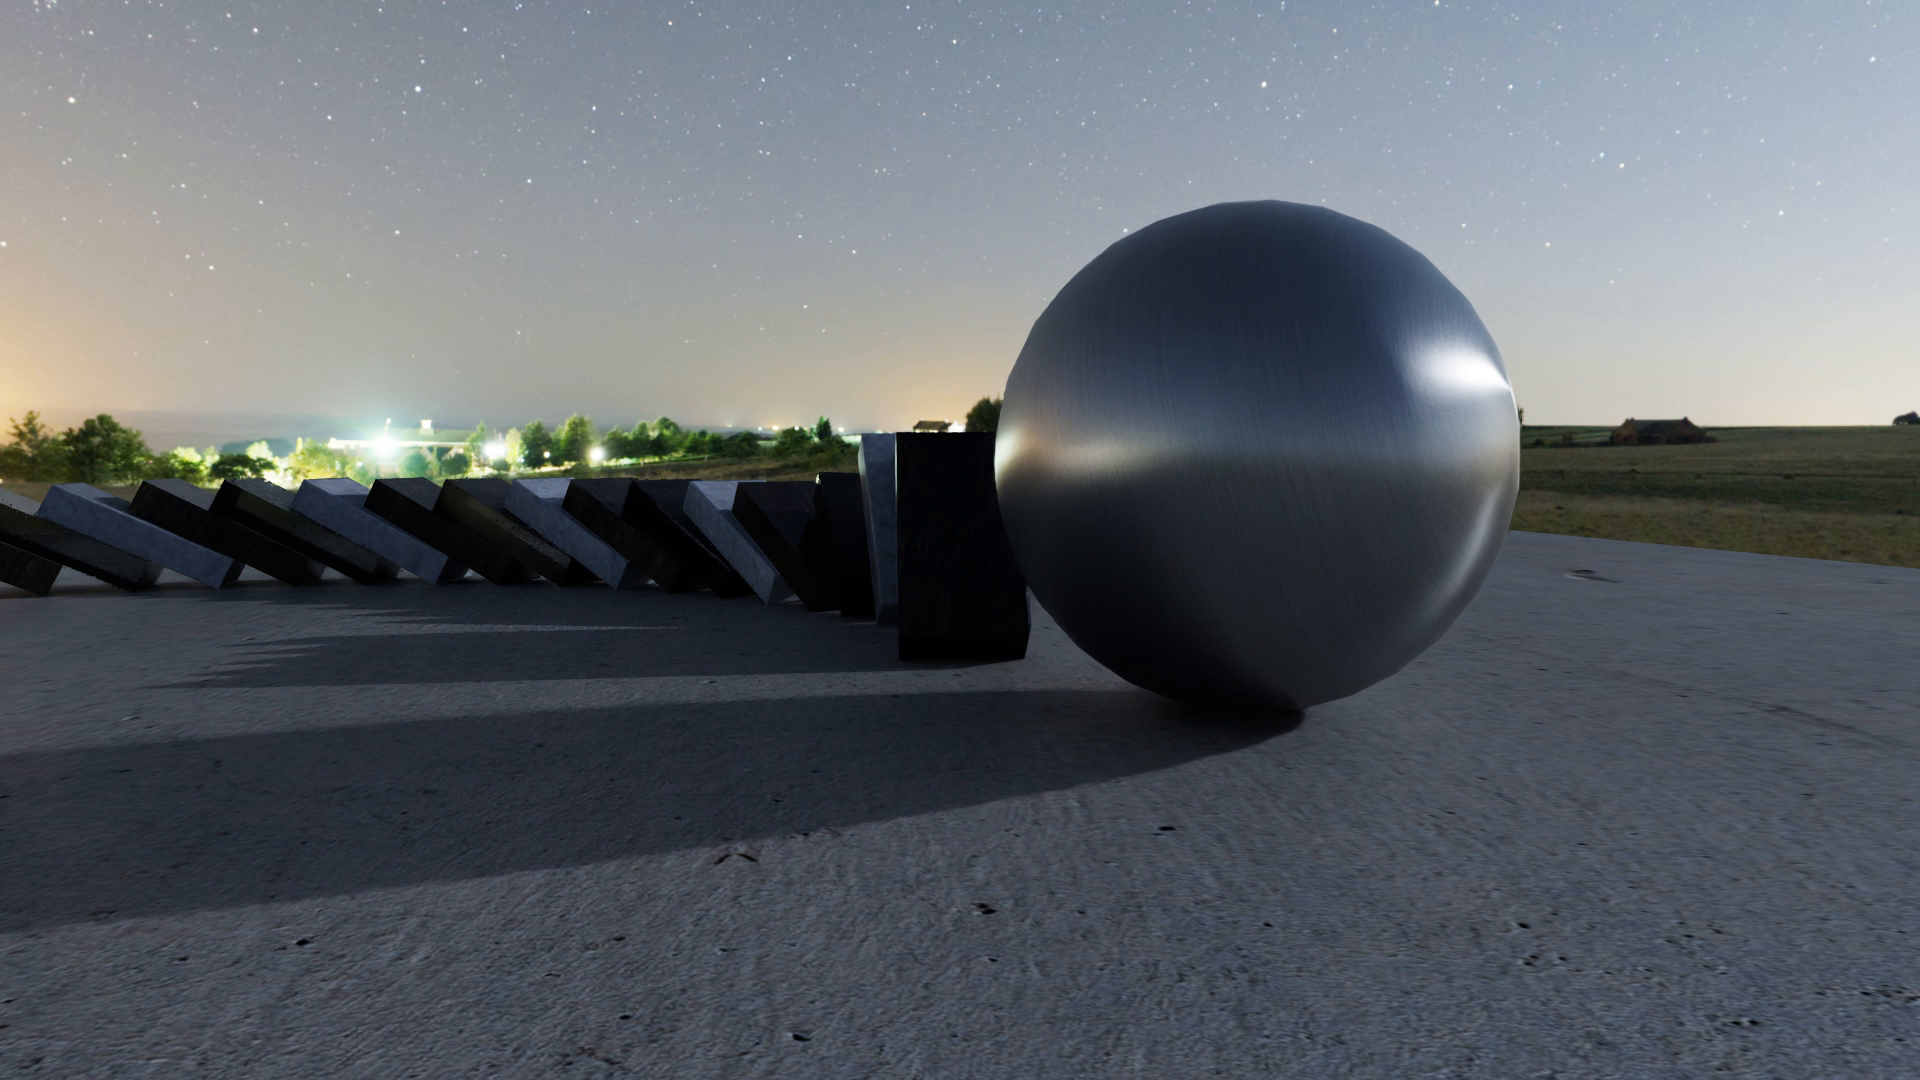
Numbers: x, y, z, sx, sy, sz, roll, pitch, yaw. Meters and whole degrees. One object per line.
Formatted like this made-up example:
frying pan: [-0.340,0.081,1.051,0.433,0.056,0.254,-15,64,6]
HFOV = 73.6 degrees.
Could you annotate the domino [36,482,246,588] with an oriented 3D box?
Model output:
domino: [-0.240,-0.002,0.381,0.050,0.009,0.025,27,-4,-18]

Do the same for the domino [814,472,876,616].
domino: [-0.021,0.000,0.331,0.025,0.009,0.050,1,35,-17]

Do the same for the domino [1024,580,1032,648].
domino: [0.001,-0.001,0.277,0.025,0.050,0.010,0,-34,-4]

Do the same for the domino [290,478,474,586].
domino: [-0.177,-0.003,0.399,0.050,0.010,0.025,28,6,1]

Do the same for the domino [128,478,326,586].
domino: [-0.220,-0.003,0.390,0.050,0.009,0.025,28,-1,-11]

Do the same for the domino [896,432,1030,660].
domino: [0.000,0.000,0.265,0.025,0.050,0.009,0,-34,-4]

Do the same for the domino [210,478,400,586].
domino: [-0.199,-0.003,0.395,0.050,0.009,0.025,28,2,-6]

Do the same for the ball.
ball: [0.045,-0.013,0.204,0.080,0.080,0.080,0,4,0]

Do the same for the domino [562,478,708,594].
domino: [-0.093,-0.002,0.384,0.050,0.009,0.025,34,20,25]

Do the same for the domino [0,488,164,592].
domino: [-0.260,-0.001,0.370,0.050,0.009,0.025,27,-5,-19]

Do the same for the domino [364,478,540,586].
domino: [-0.156,-0.003,0.400,0.050,0.010,0.025,29,8,7]

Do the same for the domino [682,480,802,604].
domino: [-0.055,0.000,0.361,0.025,0.009,0.050,-4,34,-41]

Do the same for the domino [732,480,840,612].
domino: [-0.039,0.001,0.346,0.025,0.010,0.050,-3,33,-36]

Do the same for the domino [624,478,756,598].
domino: [-0.073,-0.001,0.374,0.050,0.010,0.025,37,26,32]

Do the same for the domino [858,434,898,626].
domino: [-0.010,-0.004,0.314,0.025,0.050,0.009,-1,-34,-12]

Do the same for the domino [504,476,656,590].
domino: [-0.112,-0.003,0.392,0.050,0.009,0.025,32,17,21]

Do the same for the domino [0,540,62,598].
domino: [-0.278,0.000,0.355,0.050,0.010,0.025,30,-12,-31]

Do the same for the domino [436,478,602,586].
domino: [-0.134,-0.003,0.397,0.050,0.009,0.025,30,12,14]
